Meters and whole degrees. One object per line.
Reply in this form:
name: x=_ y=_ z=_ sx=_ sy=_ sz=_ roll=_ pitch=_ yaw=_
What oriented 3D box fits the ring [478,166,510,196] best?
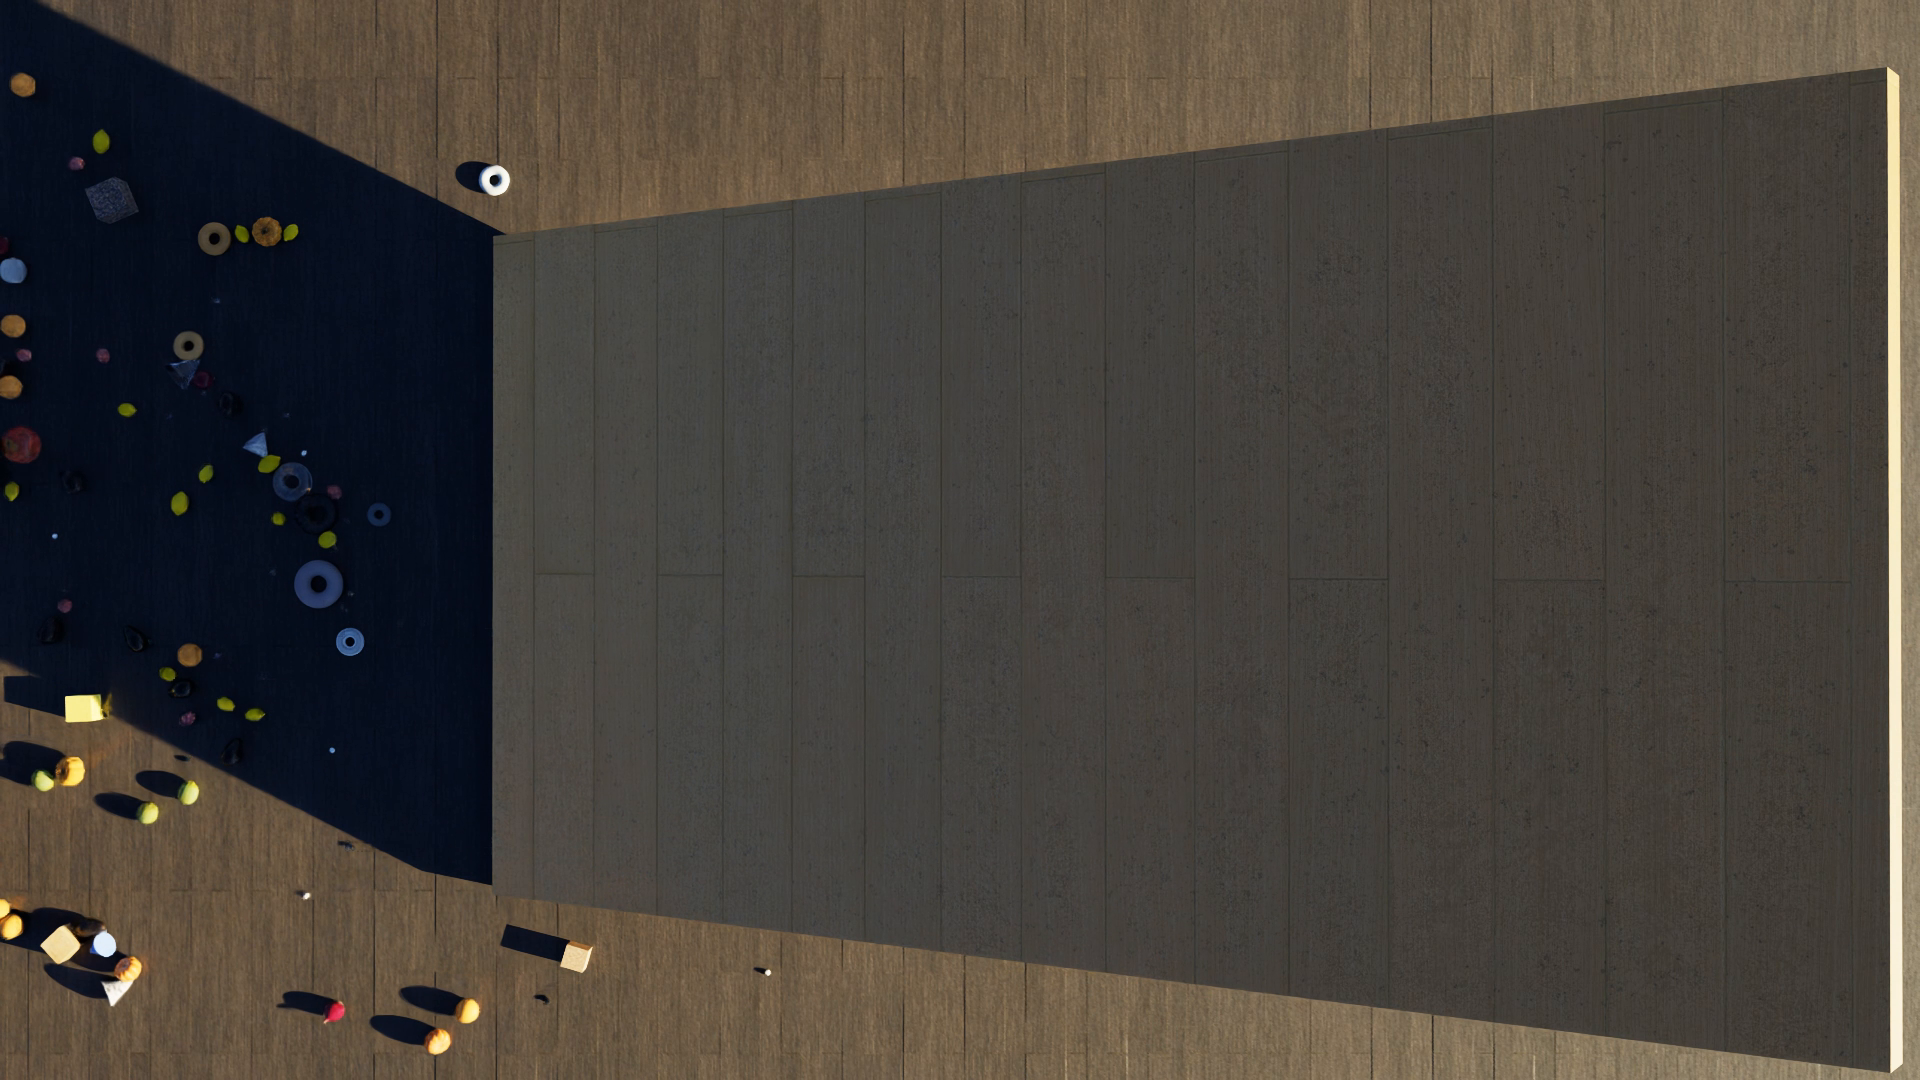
ring: x=-1.432 y=-1.106 z=6.756 sx=0.094 sy=0.031 sz=0.094 roll=0 pitch=89 yaw=-1

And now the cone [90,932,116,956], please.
cone: x=-2.643 y=1.251 z=6.736 sx=0.077 sy=0.077 sz=0.077 roll=-33 pitch=90 yaw=33

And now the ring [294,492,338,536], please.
ring: x=-1.974 y=-0.079 z=6.742 sx=0.131 sy=0.044 sz=0.131 roll=0 pitch=89 yaw=-1

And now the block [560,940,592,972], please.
block: x=-1.172 y=1.273 z=6.718 sx=0.069 sy=0.069 sz=0.069 roll=16 pitch=90 yaw=0

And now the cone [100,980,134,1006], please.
cone: x=-2.571 y=1.369 z=6.733 sx=0.086 sy=0.086 sz=0.086 roll=-23 pitch=90 yaw=-27

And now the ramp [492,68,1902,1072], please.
ramp: x=0.243 y=0.067 z=5.567 sx=4.000 sy=0.100 sz=2.000 roll=0 pitch=89 yaw=35

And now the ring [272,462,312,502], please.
ring: x=-2.048 y=-0.178 z=6.744 sx=0.123 sy=0.041 sz=0.123 roll=0 pitch=90 yaw=1

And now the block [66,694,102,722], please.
block: x=-2.679 y=0.513 z=6.720 sx=0.077 sy=0.077 sz=0.077 roll=-2 pitch=90 yaw=0

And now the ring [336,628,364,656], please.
ring: x=-1.871 y=0.312 z=6.746 sx=0.086 sy=0.029 sz=0.086 roll=0 pitch=88 yaw=1

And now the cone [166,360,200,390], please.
cone: x=-2.367 y=-0.527 z=6.745 sx=0.096 sy=0.096 sz=0.096 roll=46 pitch=63 yaw=0

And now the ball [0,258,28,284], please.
ball: x=-2.898 y=-0.823 z=6.729 sx=0.080 sy=0.080 sz=0.080 roll=0 pitch=90 yaw=0

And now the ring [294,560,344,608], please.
ring: x=-1.964 y=0.135 z=6.737 sx=0.150 sy=0.050 sz=0.150 roll=0 pitch=91 yaw=0

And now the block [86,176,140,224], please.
block: x=-2.591 y=-1.038 z=6.721 sx=0.099 sy=0.099 sz=0.099 roll=-23 pitch=90 yaw=0

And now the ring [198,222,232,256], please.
ring: x=-2.289 y=-0.925 z=6.753 sx=0.103 sy=0.034 sz=0.103 roll=0 pitch=91 yaw=0

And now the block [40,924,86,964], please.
block: x=-2.737 y=1.232 z=6.714 sx=0.079 sy=0.079 sz=0.079 roll=-44 pitch=90 yaw=0

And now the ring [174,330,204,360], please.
ring: x=-2.368 y=-0.597 z=6.752 sx=0.094 sy=0.031 sz=0.094 roll=0 pitch=88 yaw=-1

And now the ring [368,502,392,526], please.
ring: x=-1.783 y=-0.078 z=6.751 sx=0.075 sy=0.025 sz=0.075 roll=0 pitch=90 yaw=-1
